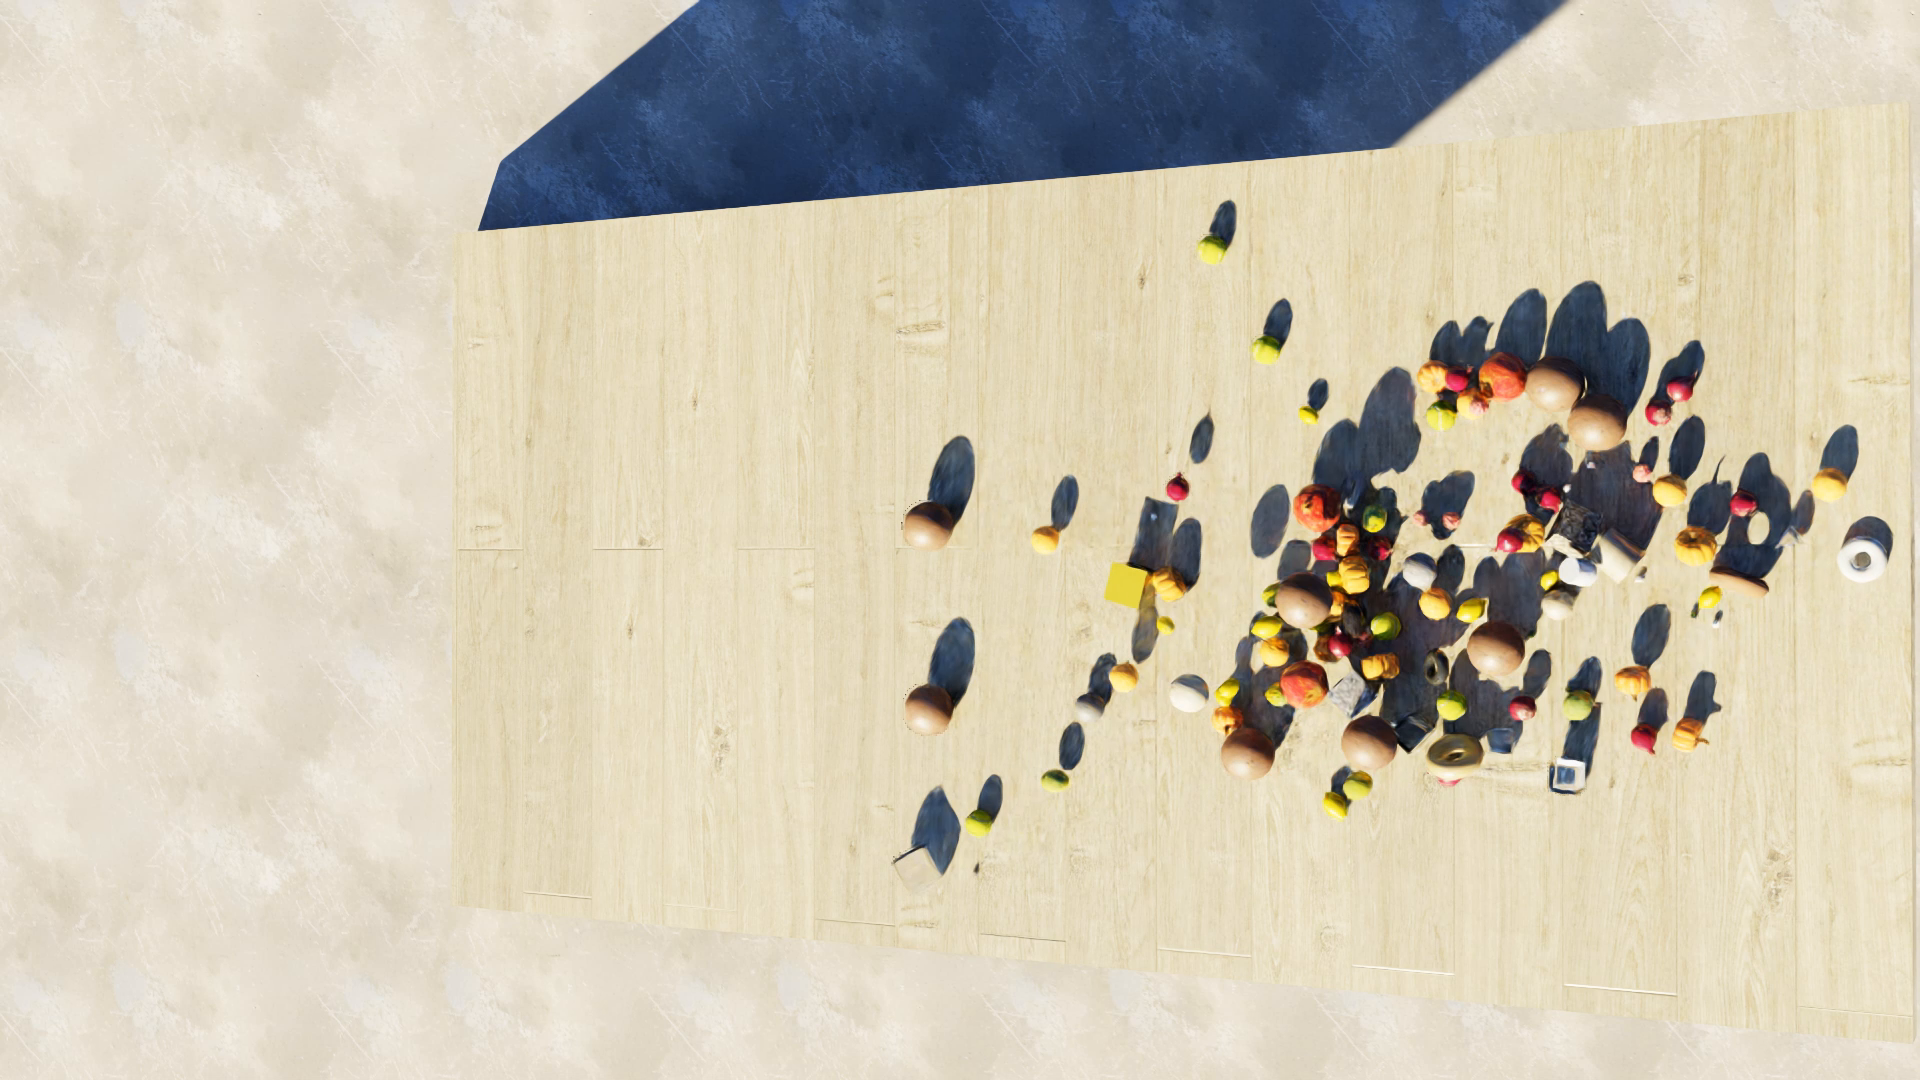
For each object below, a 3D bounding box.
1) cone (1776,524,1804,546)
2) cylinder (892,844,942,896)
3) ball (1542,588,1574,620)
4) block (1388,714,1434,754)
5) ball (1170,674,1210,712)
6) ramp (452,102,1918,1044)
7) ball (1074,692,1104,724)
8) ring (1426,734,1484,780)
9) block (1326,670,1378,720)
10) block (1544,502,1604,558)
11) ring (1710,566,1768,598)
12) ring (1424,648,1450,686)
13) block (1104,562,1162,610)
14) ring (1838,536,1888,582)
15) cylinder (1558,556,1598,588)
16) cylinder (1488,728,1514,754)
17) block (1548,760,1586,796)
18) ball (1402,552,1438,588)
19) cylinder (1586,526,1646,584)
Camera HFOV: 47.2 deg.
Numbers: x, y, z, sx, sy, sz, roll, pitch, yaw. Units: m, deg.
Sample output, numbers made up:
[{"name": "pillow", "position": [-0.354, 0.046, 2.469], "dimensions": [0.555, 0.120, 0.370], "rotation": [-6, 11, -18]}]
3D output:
[{"name": "cone", "position": [1.788, 0.001, 4.757], "dimensions": [0.053, 0.053, 0.053], "rotation": [-29, 89, 34]}, {"name": "cylinder", "position": [-0.111, 0.862, 5.732], "dimensions": [0.098, 0.098, 0.098], "rotation": [-29, 76, 0]}, {"name": "ball", "position": [1.353, 0.146, 4.978], "dimensions": [0.072, 0.072, 0.072], "rotation": [0, 89, 0]}, {"name": "block", "position": [1.055, 0.452, 5.137], "dimensions": [0.065, 0.065, 0.065], "rotation": [44, 109, 21]}, {"name": "ball", "position": [0.540, 0.360, 5.183], "dimensions": [0.093, 0.093, 0.093], "rotation": [0, 89, 0]}, {"name": "ramp", "position": [0.276, 0.077, 5.650], "dimensions": [4.000, 0.100, 2.000], "rotation": [0, 89, 28]}, {"name": "ball", "position": [0.326, 0.421, 5.520], "dimensions": [0.076, 0.076, 0.076], "rotation": [0, 89, 0]}, {"name": "ring", "position": [1.140, 0.498, 5.064], "dimensions": [0.135, 0.135, 0.045], "rotation": [-25, 121, 0]}, {"name": "block", "position": [0.918, 0.365, 5.161], "dimensions": [0.083, 0.083, 0.083], "rotation": [-42, 82, 1]}, {"name": "block", "position": [1.377, -0.020, 4.929], "dimensions": [0.086, 0.086, 0.086], "rotation": [27, 74, 6]}, {"name": "ring", "position": [1.687, 0.090, 4.765], "dimensions": [0.128, 0.128, 0.043], "rotation": [20, 92, 0]}, {"name": "ring", "position": [1.100, 0.293, 5.077], "dimensions": [0.029, 0.086, 0.086], "rotation": [2, 89, -20]}, {"name": "block", "position": [0.429, 0.112, 5.457], "dimensions": [0.096, 0.096, 0.096], "rotation": [17, 97, 27]}, {"name": "ring", "position": [1.927, 0.041, 4.695], "dimensions": [0.100, 0.033, 0.100], "rotation": [-1, 88, 28]}, {"name": "cylinder", "position": [1.369, 0.071, 4.869], "dimensions": [0.059, 0.059, 0.059], "rotation": [14, 89, -34]}, {"name": "cylinder", "position": [1.239, 0.462, 5.043], "dimensions": [0.057, 0.057, 0.057], "rotation": [-4, 88, 0]}, {"name": "block", "position": [1.367, 0.534, 4.956], "dimensions": [0.063, 0.063, 0.063], "rotation": [4, 101, 34]}, {"name": "ball", "position": [1.062, 0.069, 5.075], "dimensions": [0.081, 0.081, 0.081], "rotation": [0, 89, 0]}, {"name": "cylinder", "position": [1.462, 0.034, 4.902], "dimensions": [0.093, 0.093, 0.093], "rotation": [42, 90, 15]}]
